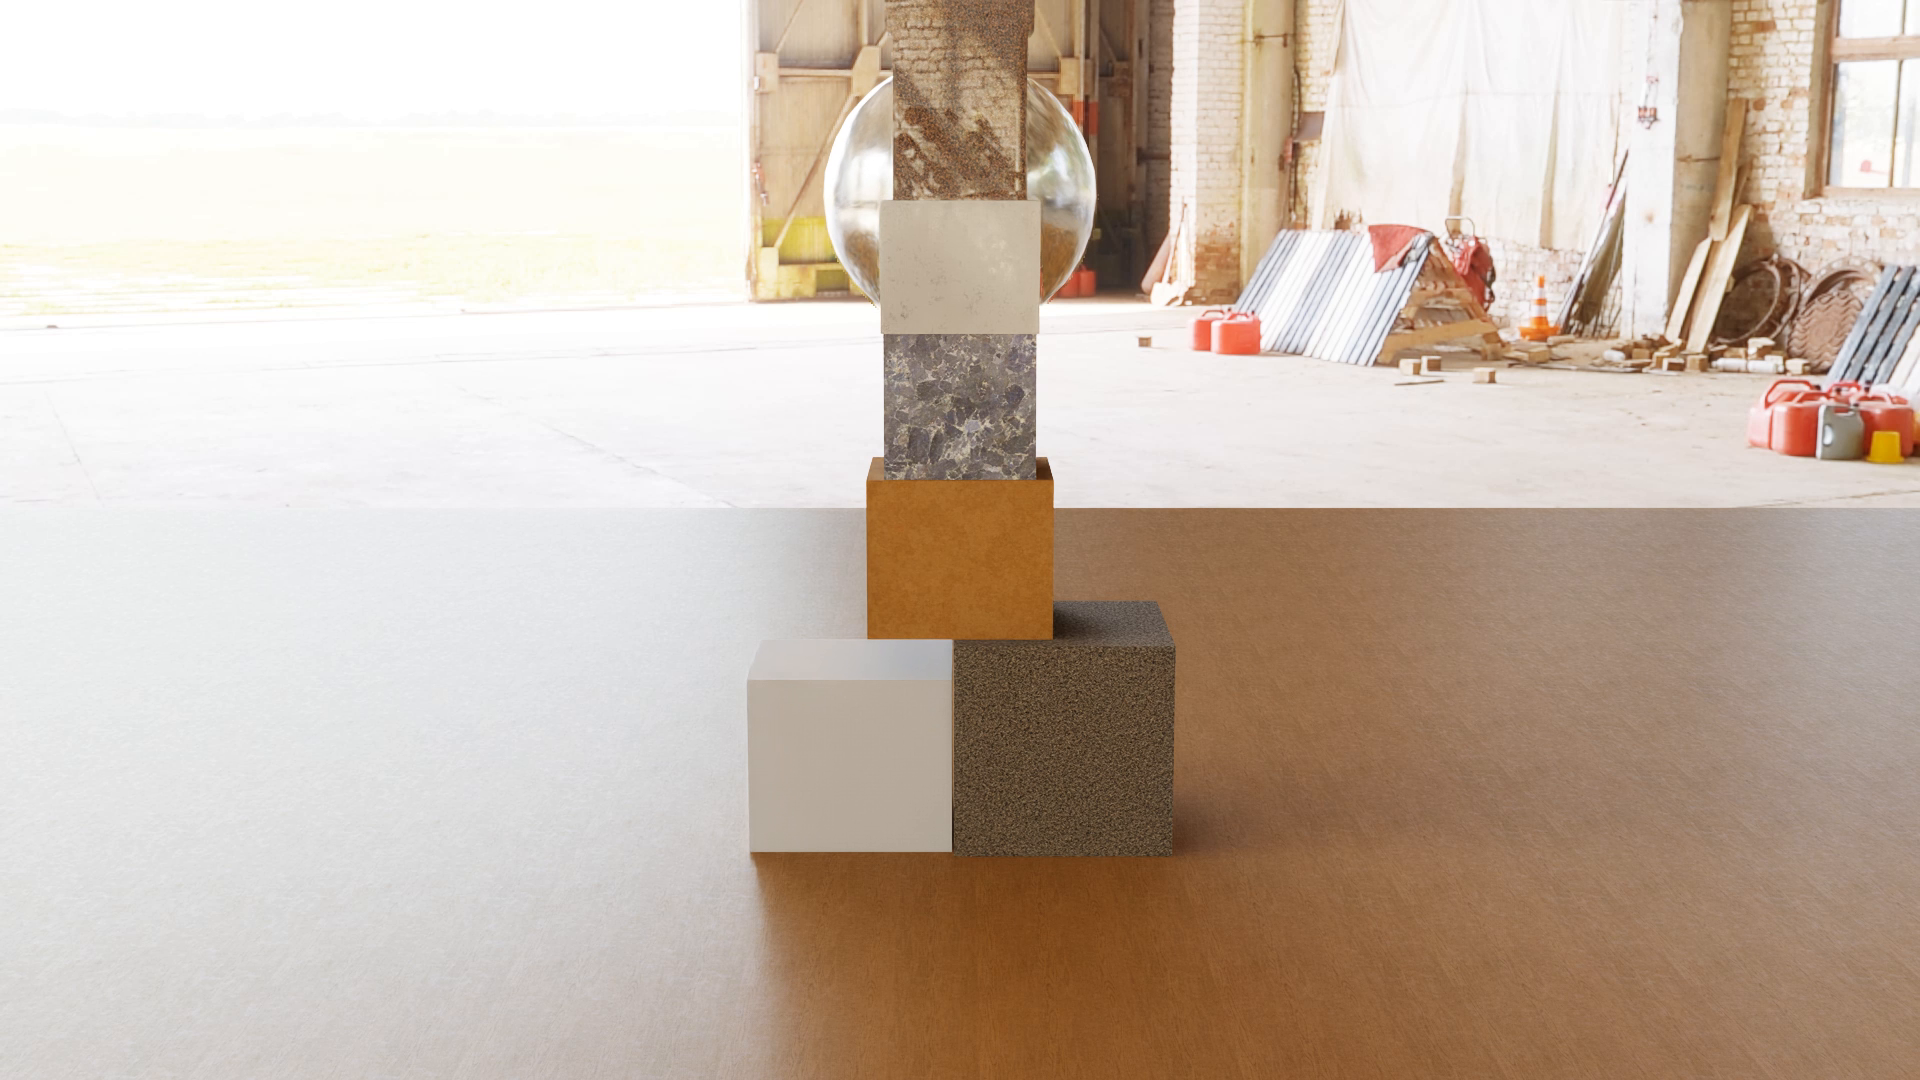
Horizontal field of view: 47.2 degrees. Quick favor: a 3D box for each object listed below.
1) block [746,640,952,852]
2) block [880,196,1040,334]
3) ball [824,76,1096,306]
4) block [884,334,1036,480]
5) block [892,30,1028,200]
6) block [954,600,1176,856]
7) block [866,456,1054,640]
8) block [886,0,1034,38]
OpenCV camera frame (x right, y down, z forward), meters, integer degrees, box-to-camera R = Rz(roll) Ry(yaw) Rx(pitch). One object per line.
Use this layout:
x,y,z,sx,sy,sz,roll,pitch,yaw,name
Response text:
-0.546,1.044,11.352,1.012,0.885,0.895,0,10,0,block
0.000,-1.375,10.933,0.770,0.638,0.745,0,10,0,block
0.000,-2.016,12.922,1.600,1.600,1.600,0,10,0,ball
0.000,-0.707,11.034,0.744,0.713,0.687,0,10,0,block
0.000,-2.075,10.787,0.642,0.791,0.714,0,10,0,block
0.511,0.949,11.349,1.083,1.071,1.074,0,10,0,block
0.000,0.028,11.203,0.917,0.794,0.818,0,10,0,block
0.000,-2.792,10.664,0.707,0.663,0.682,0,10,0,block
